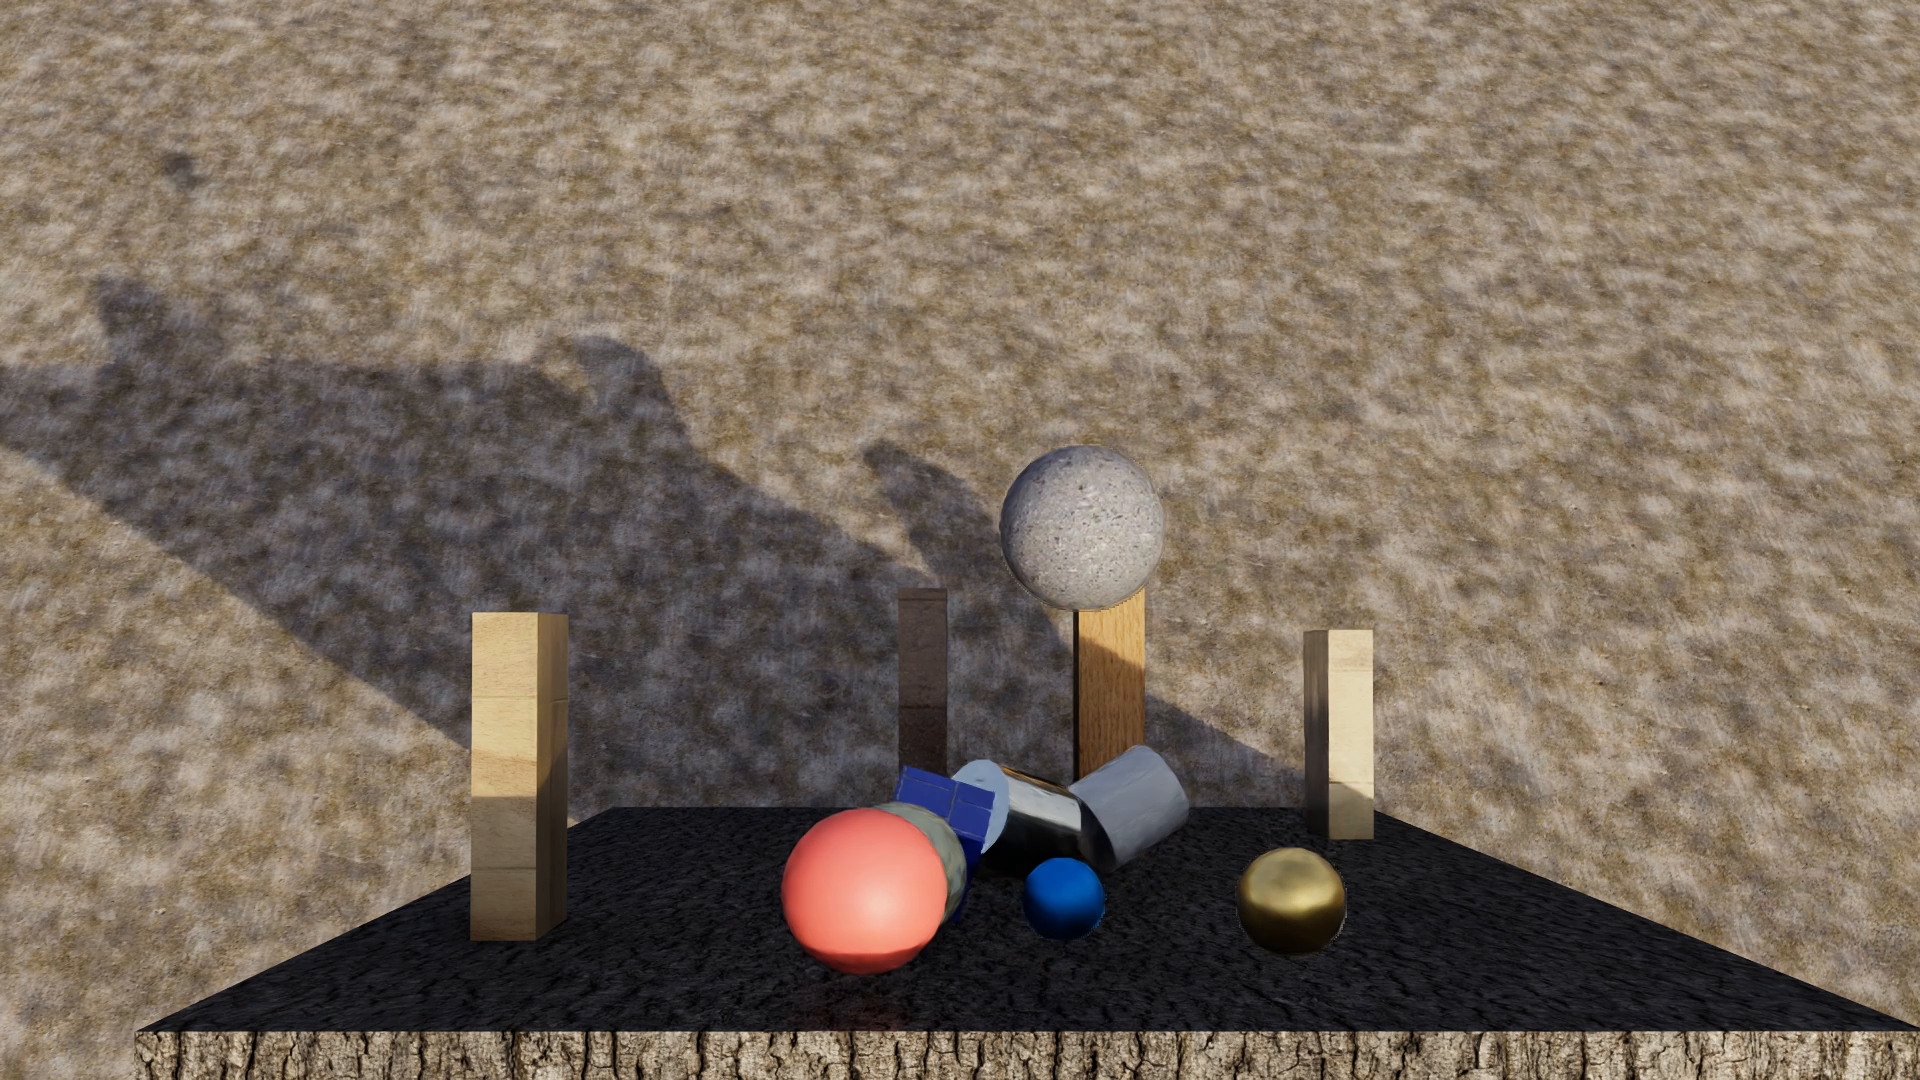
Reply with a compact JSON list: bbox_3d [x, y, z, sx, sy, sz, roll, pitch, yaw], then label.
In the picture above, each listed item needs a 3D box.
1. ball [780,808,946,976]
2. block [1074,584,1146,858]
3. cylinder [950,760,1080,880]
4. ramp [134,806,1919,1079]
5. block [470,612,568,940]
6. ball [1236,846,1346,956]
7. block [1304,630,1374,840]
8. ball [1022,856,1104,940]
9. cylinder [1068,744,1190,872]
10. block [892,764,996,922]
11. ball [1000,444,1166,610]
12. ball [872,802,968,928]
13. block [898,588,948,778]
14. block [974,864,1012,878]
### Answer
[{"bbox_3d":[-0.119,0.434,3.216,0.205,0.205,0.205,0,36,0],"label":"ball"},{"bbox_3d":[0.308,0.330,5.407,0.133,0.637,0.272,0,-2,0],"label":"block"},{"bbox_3d":[0.089,0.506,4.677,0.183,0.183,0.183,23,19,-40],"label":"cylinder"},{"bbox_3d":[0.080,0.678,4.894,2.000,0.100,4.000,0,-2,0],"label":"ramp"},{"bbox_3d":[-0.666,0.351,3.947,0.095,0.478,0.301,0,-2,0],"label":"block"},{"bbox_3d":[0.458,0.501,3.601,0.151,0.151,0.151,0,36,0],"label":"ball"},{"bbox_3d":[0.866,0.439,5.968,0.098,0.463,0.419,0,-2,0],"label":"block"},{"bbox_3d":[0.150,0.524,3.803,0.120,0.120,0.120,0,36,0],"label":"ball"},{"bbox_3d":[0.308,0.507,4.912,0.177,0.177,0.177,-30,45,-22],"label":"cylinder"},{"bbox_3d":[-0.047,0.470,4.042,0.151,0.151,0.151,17,25,0],"label":"block"},{"bbox_3d":[0.130,-0.013,2.772,0.177,0.177,0.177,0,36,0],"label":"ball"},{"bbox_3d":[-0.091,0.481,3.767,0.203,0.203,0.203,0,36,0],"label":"ball"},{"bbox_3d":[-0.086,0.400,6.230,0.110,0.562,0.445,0,-2,0],"label":"block"},{"bbox_3d":[0.052,0.552,4.900,0.152,0.152,0.152,-1,-3,30],"label":"block"}]
